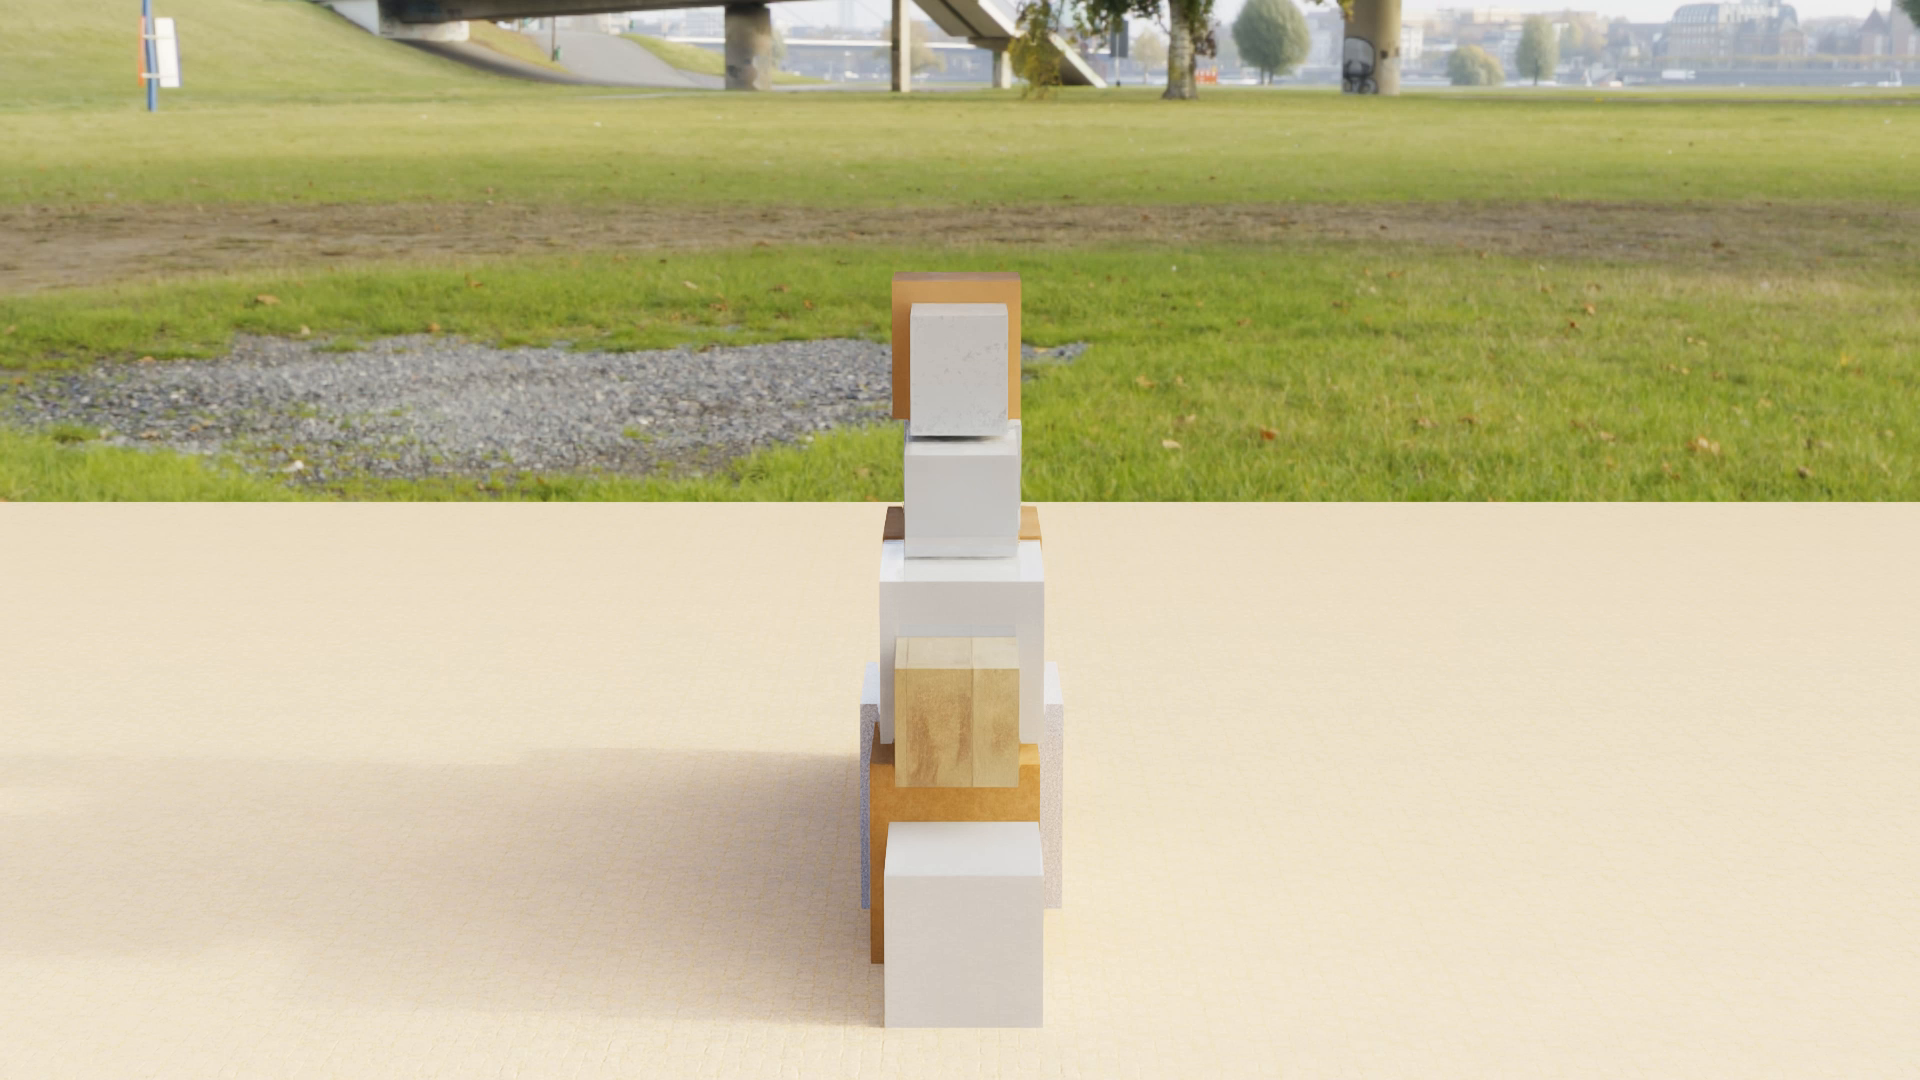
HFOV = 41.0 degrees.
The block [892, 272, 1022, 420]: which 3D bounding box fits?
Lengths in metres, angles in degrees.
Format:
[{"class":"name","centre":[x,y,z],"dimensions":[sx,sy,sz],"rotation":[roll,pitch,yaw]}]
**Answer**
[{"class":"block","centre":[-0.015,-0.859,11.248],"dimensions":[0.551,0.593,0.537],"rotation":[0,10,0]}]

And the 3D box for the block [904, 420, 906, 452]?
[{"class":"block","centre":[-0.012,-0.390,11.595],"dimensions":[0.477,0.448,0.460],"rotation":[0,10,0]}]

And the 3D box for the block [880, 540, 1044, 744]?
[{"class":"block","centre":[0.008,0.409,10.502],"dimensions":[0.654,0.677,0.630],"rotation":[0,15,0]}]

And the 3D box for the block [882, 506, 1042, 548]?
[{"class":"block","centre":[0.009,0.255,11.219],"dimensions":[0.669,0.690,0.762],"rotation":[0,10,0]}]

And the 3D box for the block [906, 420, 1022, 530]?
[{"class":"block","centre":[0.015,-0.307,11.124],"dimensions":[0.490,0.450,0.470],"rotation":[0,10,0]}]

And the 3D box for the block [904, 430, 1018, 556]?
[{"class":"block","centre":[0.006,-0.198,10.640],"dimensions":[0.458,0.424,0.460],"rotation":[0,15,0]}]

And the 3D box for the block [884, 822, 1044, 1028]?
[{"class":"block","centre":[0.015,1.466,9.850],"dimensions":[0.590,0.592,0.689],"rotation":[0,10,0]}]

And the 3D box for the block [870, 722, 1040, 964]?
[{"class":"block","centre":[-0.020,1.228,10.511],"dimensions":[0.672,0.823,0.677],"rotation":[0,10,0]}]

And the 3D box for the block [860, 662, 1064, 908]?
[{"class":"block","centre":[0.007,1.059,11.234],"dimensions":[0.855,0.897,0.787],"rotation":[0,10,0]}]

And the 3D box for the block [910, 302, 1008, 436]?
[{"class":"block","centre":[-0.003,-0.721,10.762],"dimensions":[0.402,0.499,0.431],"rotation":[0,12,0]}]

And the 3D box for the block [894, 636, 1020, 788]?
[{"class":"block","centre":[-0.011,0.665,10.003],"dimensions":[0.474,0.472,0.454],"rotation":[0,13,0]}]
